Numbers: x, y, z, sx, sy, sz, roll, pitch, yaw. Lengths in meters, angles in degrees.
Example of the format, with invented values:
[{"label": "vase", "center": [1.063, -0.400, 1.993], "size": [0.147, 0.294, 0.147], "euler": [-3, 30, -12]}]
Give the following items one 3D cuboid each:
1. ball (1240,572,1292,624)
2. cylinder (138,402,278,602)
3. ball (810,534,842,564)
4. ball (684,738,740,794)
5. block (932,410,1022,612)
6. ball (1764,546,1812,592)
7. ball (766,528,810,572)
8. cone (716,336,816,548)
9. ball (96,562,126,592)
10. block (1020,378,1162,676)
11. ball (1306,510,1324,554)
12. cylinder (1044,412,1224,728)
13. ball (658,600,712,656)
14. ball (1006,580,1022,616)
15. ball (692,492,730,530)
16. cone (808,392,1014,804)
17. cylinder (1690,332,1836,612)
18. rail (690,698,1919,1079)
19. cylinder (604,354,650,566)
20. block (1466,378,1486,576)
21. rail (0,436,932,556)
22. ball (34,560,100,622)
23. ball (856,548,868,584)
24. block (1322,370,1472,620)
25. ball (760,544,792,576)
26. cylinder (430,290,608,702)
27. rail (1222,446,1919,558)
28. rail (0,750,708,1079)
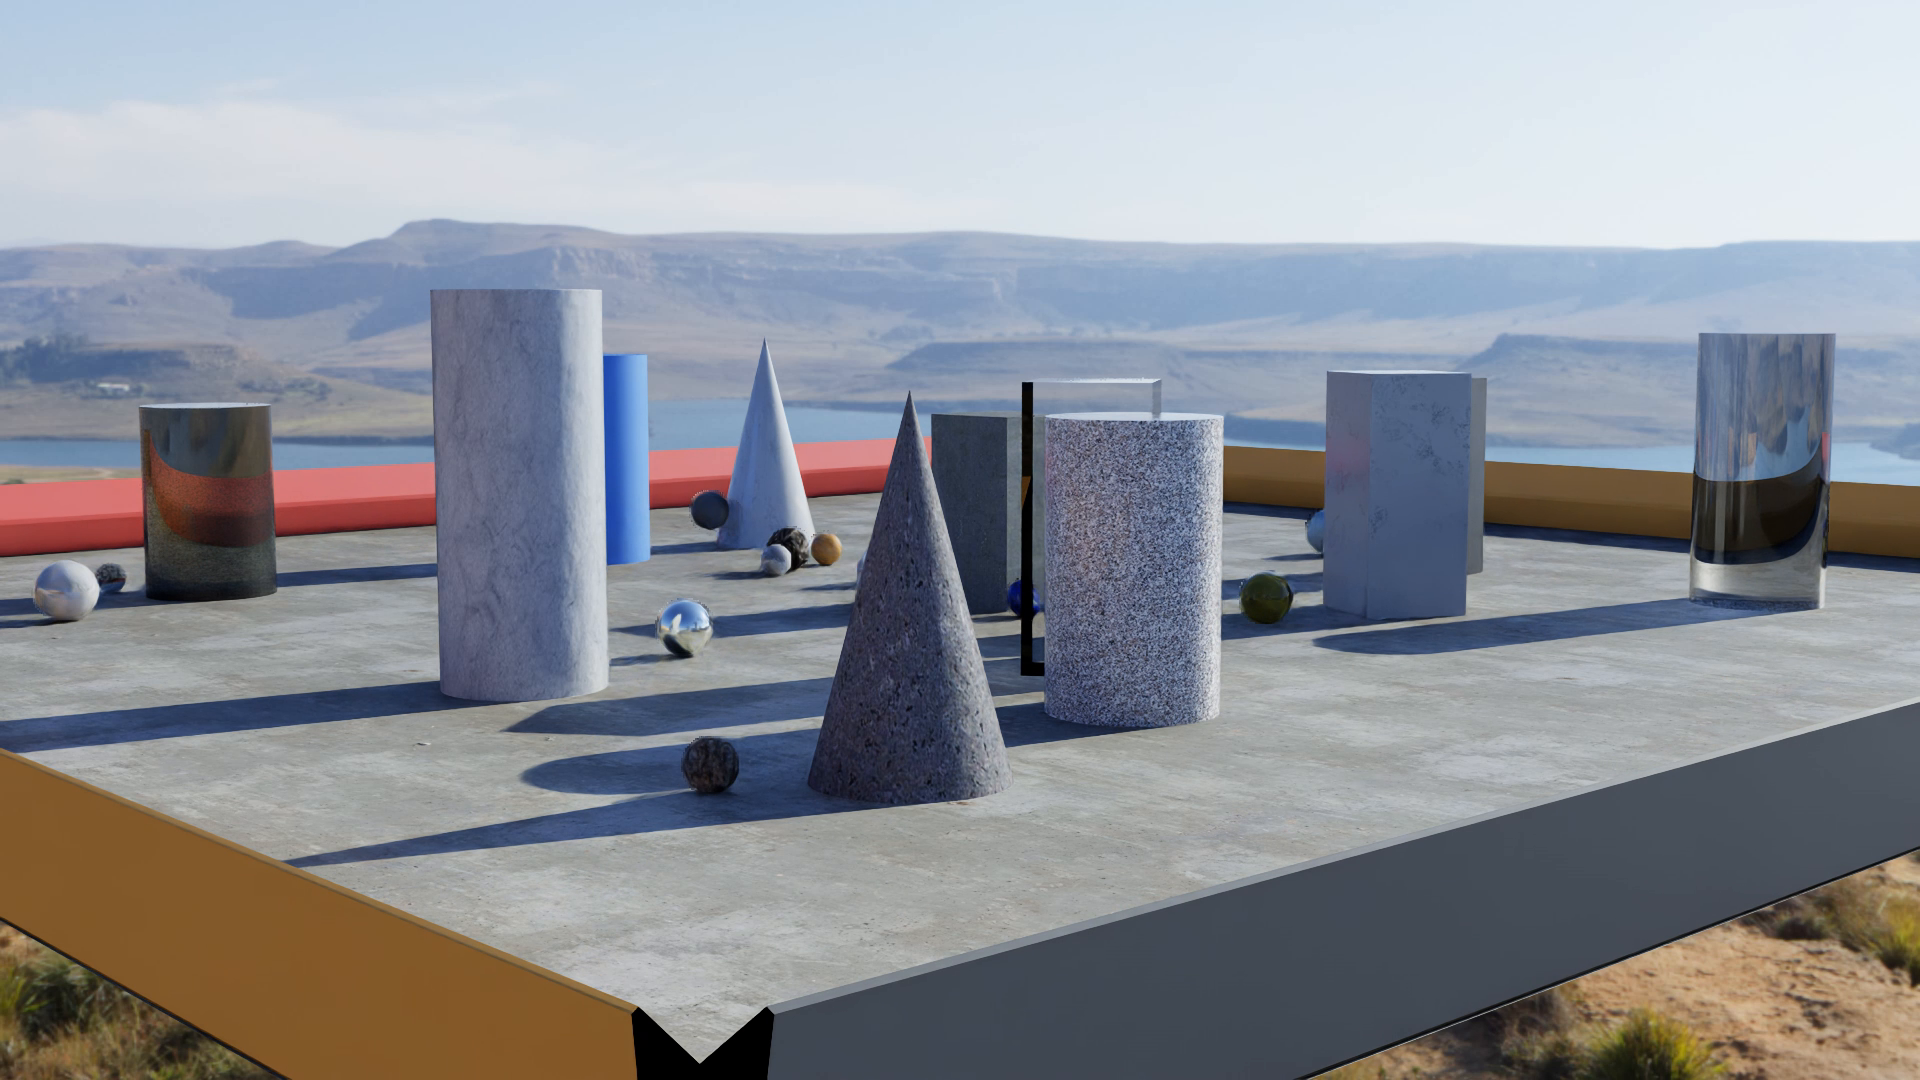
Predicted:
[{"label": "ball", "center": [0.435, 0.082, 3.127], "size": [0.074, 0.074, 0.074], "euler": [0, 6, 0]}, {"label": "cylinder", "center": [-1.178, -0.063, 3.450], "size": [0.196, 0.296, 0.196], "euler": [0, 6, 0]}, {"label": "ball", "center": [-0.234, 0.015, 3.857], "size": [0.055, 0.055, 0.055], "euler": [0, 6, 0]}, {"label": "ball", "center": [-0.229, 0.208, 2.032], "size": [0.052, 0.052, 0.052], "euler": [0, 6, 0]}, {"label": "block", "center": [0.067, -0.048, 3.345], "size": [0.157, 0.288, 0.157], "euler": [6, 8, 44]}, {"label": "ball", "center": [1.315, 0.046, 3.490], "size": [0.071, 0.071, 0.071], "euler": [0, 6, 0]}, {"label": "ball", "center": [-0.294, 0.017, 3.758], "size": [0.074, 0.074, 0.074], "euler": [0, 6, 0]}, {"label": "cone", "center": [-0.370, -0.190, 4.188], "size": [0.196, 0.396, 0.196], "euler": [0, 6, 0]}, {"label": "ball", "center": [-1.342, 0.060, 3.474], "size": [0.047, 0.047, 0.047], "euler": [0, 6, 0]}, {"label": "block", "center": [0.165, -0.019, 2.733], "size": [0.157, 0.358, 0.157], "euler": [1, 6, 9]}, {"label": "ball", "center": [0.674, -0.015, 4.000], "size": [0.086, 0.086, 0.086], "euler": [0, 6, 0]}, {"label": "cylinder", "center": [0.192, 0.027, 2.436], "size": [0.196, 0.328, 0.196], "euler": [0, 6, 0]}, {"label": "ball", "center": [-0.355, 0.114, 2.838], "size": [0.072, 0.072, 0.072], "euler": [0, 6, 0]}, {"label": "ball", "center": [0.095, 0.084, 3.198], "size": [0.056, 0.056, 0.056], "euler": [0, 6, 0]}, {"label": "ball", "center": [-0.468, -0.055, 4.117], "size": [0.071, 0.071, 0.071], "euler": [0, 6, 0]}, {"label": "cone", "center": [-0.047, 0.044, 2.069], "size": [0.196, 0.371, 0.196], "euler": [0, 6, 0]}, {"label": "cylinder", "center": [1.215, -0.108, 3.334], "size": [0.196, 0.410, 0.196], "euler": [0, 6, 0]}, {"label": "rail", "center": [1.110, 0.158, 2.135], "size": [3.391, 0.127, 0.045], "euler": [-5, 8, -42]}, {"label": "cylinder", "center": [-0.654, -0.147, 3.921], "size": [0.196, 0.365, 0.196], "euler": [0, 6, 0]}, {"label": "block", "center": [0.778, -0.109, 3.721], "size": [0.157, 0.331, 0.157], "euler": [5, 8, 42]}, {"label": "rail", "center": [-1.110, -0.092, 4.529], "size": [3.391, 0.127, 0.045], "euler": [-5, 8, -42]}, {"label": "ball", "center": [-1.283, 0.073, 3.158], "size": [0.087, 0.087, 0.087], "euler": [0, 6, 0]}, {"label": "ball", "center": [-0.108, 0.050, 3.321], "size": [0.098, 0.098, 0.098], "euler": [0, 6, 0]}, {"label": "block", "center": [0.645, -0.071, 3.255], "size": [0.157, 0.354, 0.157], "euler": [-2, 6, -14]}, {"label": "ball", "center": [-0.309, 0.034, 3.694], "size": [0.053, 0.053, 0.053], "euler": [0, 6, 0]}, {"label": "cylinder", "center": [-0.516, -0.059, 2.584], "size": [0.196, 0.468, 0.196], "euler": [0, 6, 0]}, {"label": "rail", "center": [1.229, -0.085, 4.459], "size": [0.045, 0.127, 3.322], "euler": [-5, 8, -42]}, {"label": "rail", "center": [-1.229, 0.151, 2.204], "size": [0.045, 0.127, 3.322], "euler": [-5, 8, -42]}]
